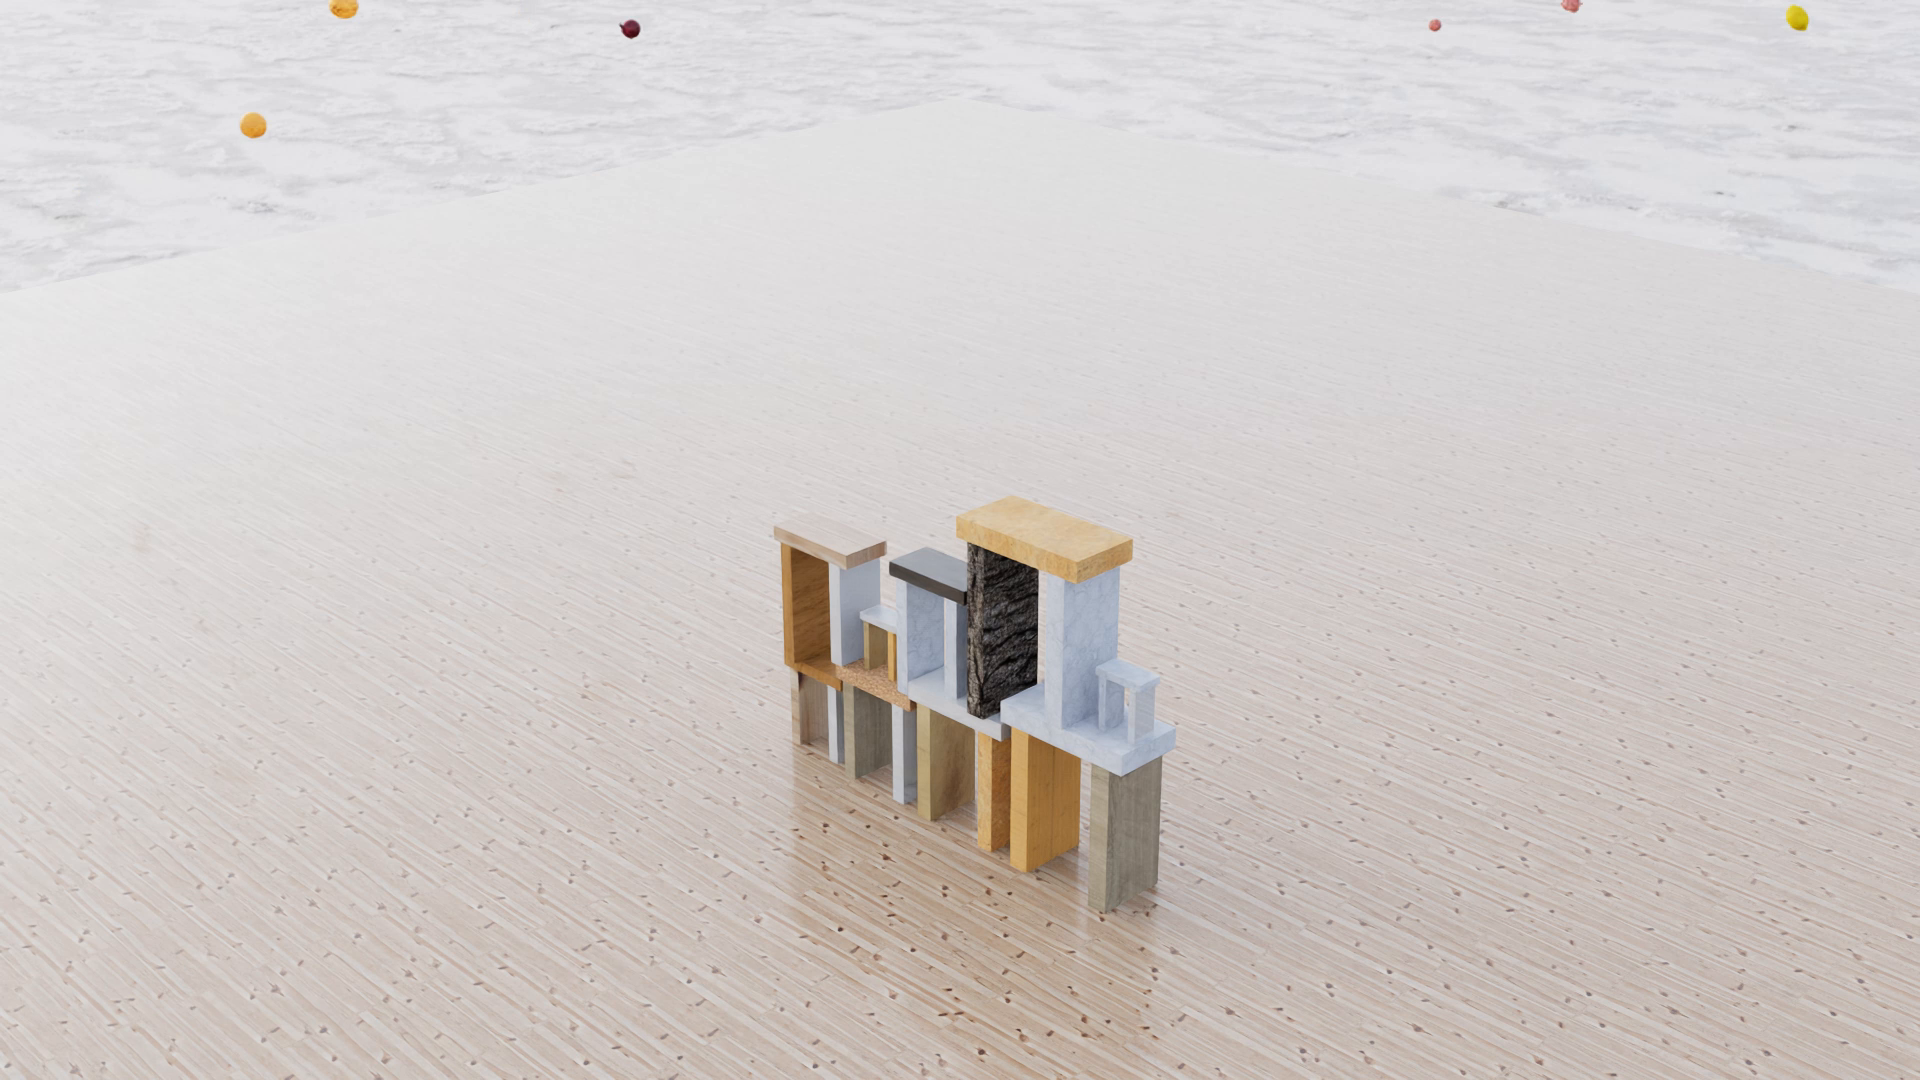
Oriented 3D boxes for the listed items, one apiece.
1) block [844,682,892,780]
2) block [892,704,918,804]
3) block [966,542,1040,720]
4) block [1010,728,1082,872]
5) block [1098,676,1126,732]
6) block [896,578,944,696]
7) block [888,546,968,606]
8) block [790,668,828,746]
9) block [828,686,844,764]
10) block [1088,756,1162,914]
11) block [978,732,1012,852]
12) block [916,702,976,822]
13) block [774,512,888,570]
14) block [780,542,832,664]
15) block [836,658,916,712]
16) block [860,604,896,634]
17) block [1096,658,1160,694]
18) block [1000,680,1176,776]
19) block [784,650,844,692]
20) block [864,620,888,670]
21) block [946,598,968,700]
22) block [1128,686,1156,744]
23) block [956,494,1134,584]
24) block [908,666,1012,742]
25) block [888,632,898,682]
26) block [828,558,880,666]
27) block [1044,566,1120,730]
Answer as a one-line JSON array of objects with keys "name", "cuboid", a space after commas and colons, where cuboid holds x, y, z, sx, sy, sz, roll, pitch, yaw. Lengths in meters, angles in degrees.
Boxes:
[{"name": "block", "cuboid": [-0.191, 0.379, 4.586, 0.031, 0.220, 0.110, 21, 31, 41]}, {"name": "block", "cuboid": [-0.087, 0.419, 4.491, 0.031, 0.220, 0.110, 21, 31, 41]}, {"name": "block", "cuboid": [0.082, 0.153, 4.196, 0.043, 0.358, 0.152, 21, 31, 41]}, {"name": "block", "cuboid": [0.166, 0.477, 4.249, 0.043, 0.303, 0.152, 21, 31, 41]}, {"name": "block", "cuboid": [0.280, 0.293, 4.046, 0.015, 0.108, 0.054, 21, 31, 41]}, {"name": "block", "cuboid": [-0.078, 0.178, 4.382, 0.029, 0.248, 0.103, 21, 31, 41]}, {"name": "block", "cuboid": [-0.030, 0.069, 4.283, 0.207, 0.029, 0.103, 21, 31, 41]}, {"name": "block", "cuboid": [-0.320, 0.343, 4.724, 0.025, 0.179, 0.090, 21, 31, 41]}, {"name": "block", "cuboid": [-0.236, 0.376, 4.646, 0.025, 0.179, 0.090, 21, 31, 41]}, {"name": "block", "cuboid": [0.309, 0.533, 4.117, 0.043, 0.303, 0.152, 21, 31, 41]}, {"name": "block", "cuboid": [0.093, 0.473, 4.318, 0.036, 0.256, 0.128, 21, 31, 41]}, {"name": "block", "cuboid": [-0.027, 0.426, 4.429, 0.036, 0.256, 0.128, 21, 31, 41]}, {"name": "block", "cuboid": [-0.267, -0.001, 4.508, 0.112, 0.032, 0.223, -21, 31, -40]}, {"name": "block", "cuboid": [-0.319, 0.117, 4.616, 0.112, 0.269, 0.032, -21, 31, -40]}, {"name": "block", "cuboid": [-0.139, 0.284, 4.490, 0.220, 0.031, 0.110, 21, 31, 41]}, {"name": "block", "cuboid": [-0.146, 0.160, 4.445, 0.108, 0.015, 0.054, 21, 31, 41]}, {"name": "block", "cuboid": [0.305, 0.246, 3.999, 0.108, 0.015, 0.054, 21, 31, 41]}, {"name": "block", "cuboid": [0.238, 0.345, 4.115, 0.303, 0.043, 0.152, 21, 31, 41]}, {"name": "block", "cuboid": [-0.279, 0.265, 4.645, 0.090, 0.025, 0.179, -21, 31, -40]}, {"name": "block", "cuboid": [-0.171, 0.207, 4.493, 0.015, 0.108, 0.054, 21, 31, 41]}, {"name": "block", "cuboid": [0.019, 0.197, 4.284, 0.029, 0.207, 0.103, 21, 31, 41]}, {"name": "block", "cuboid": [0.330, 0.313, 3.999, 0.015, 0.108, 0.054, 21, 31, 41]}, {"name": "block", "cuboid": [0.154, -0.004, 4.052, 0.303, 0.043, 0.152, 21, 31, 41]}, {"name": "block", "cuboid": [0.033, 0.315, 4.317, 0.256, 0.036, 0.128, 21, 31, 41]}, {"name": "block", "cuboid": [-0.120, 0.227, 4.446, 0.015, 0.108, 0.054, 21, 31, 41]}, {"name": "block", "cuboid": [-0.214, 0.137, 4.509, 0.032, 0.223, 0.112, 21, 31, 41]}, {"name": "block", "cuboid": [0.225, 0.183, 4.054, 0.043, 0.303, 0.152, 21, 31, 41]}]
